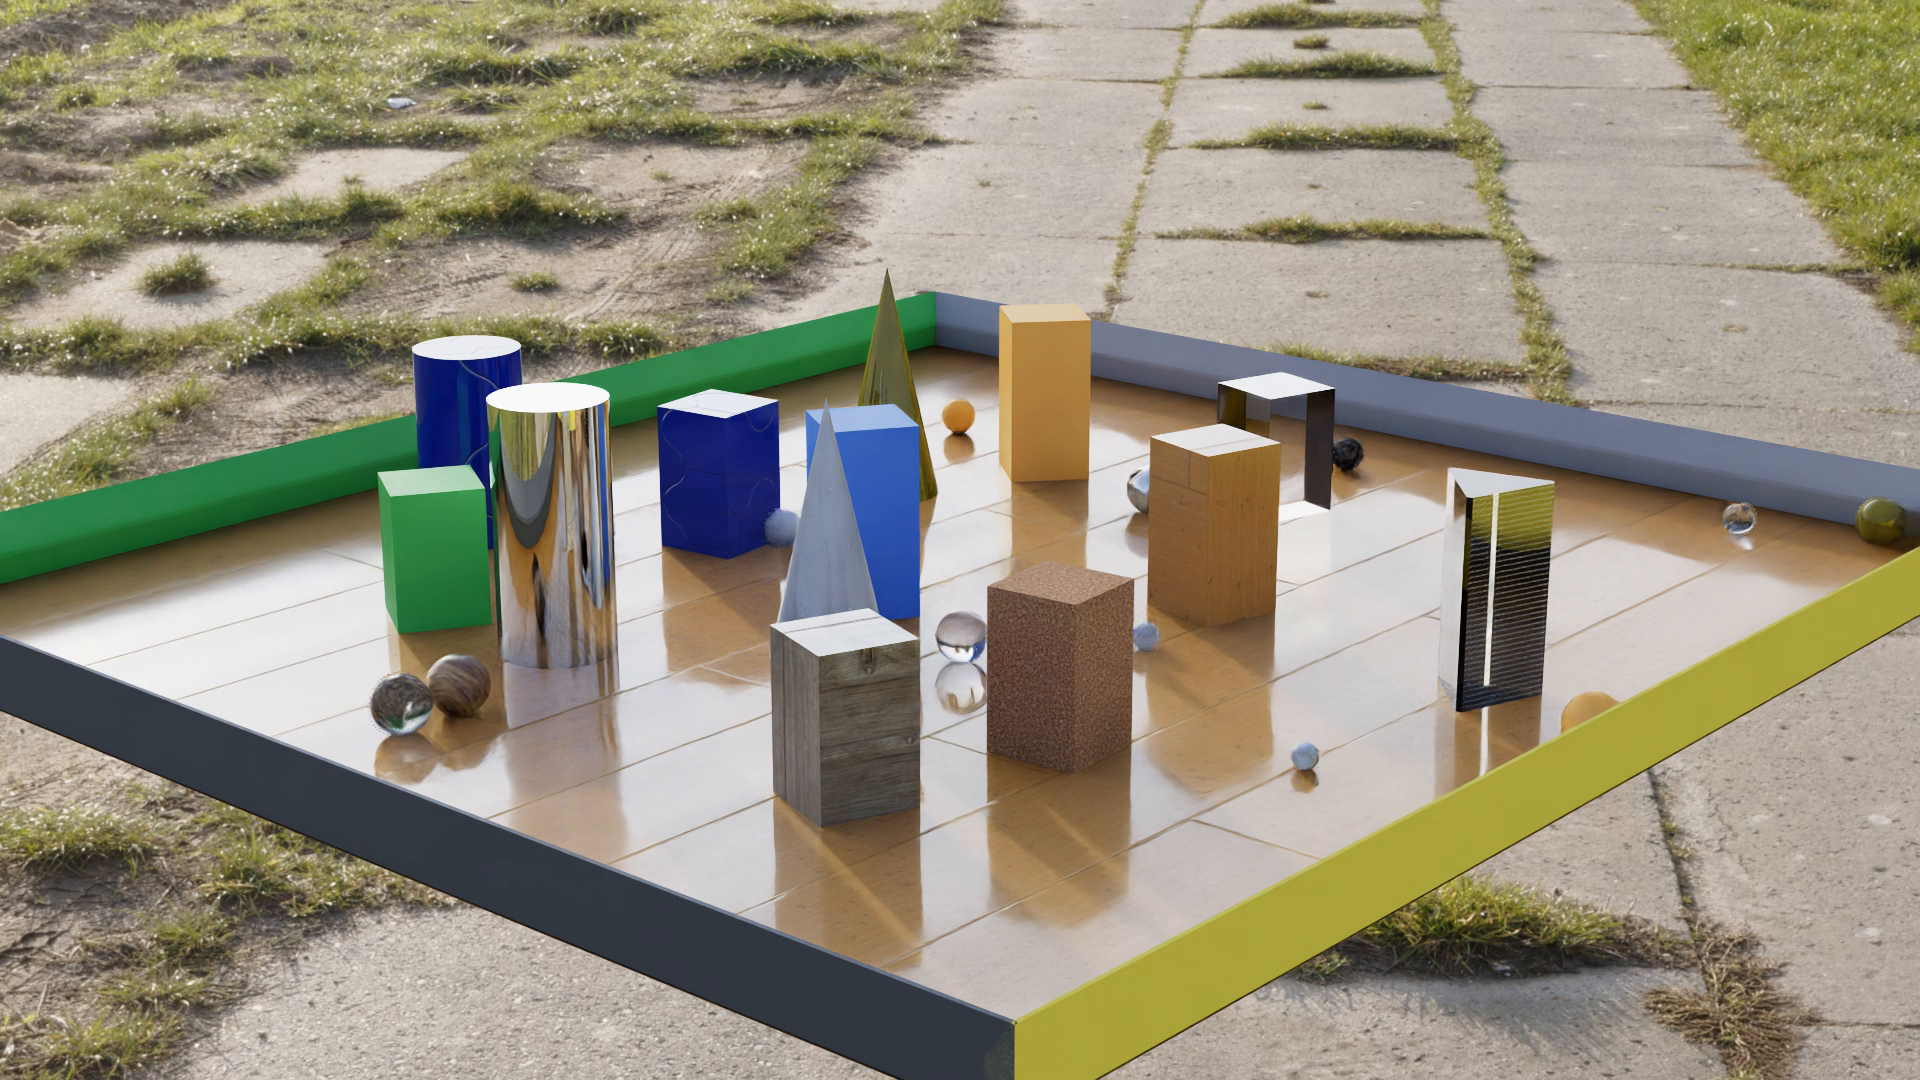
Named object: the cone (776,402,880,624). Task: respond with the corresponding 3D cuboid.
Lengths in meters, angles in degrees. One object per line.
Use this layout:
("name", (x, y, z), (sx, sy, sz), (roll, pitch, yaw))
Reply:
("cone", (-0.215, -0.020, 4.763), (0.197, 0.435, 0.197), (0, 17, 0))

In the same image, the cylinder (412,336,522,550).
("cylinder", (-0.905, -0.181, 5.429), (0.197, 0.360, 0.197), (0, 17, 0))

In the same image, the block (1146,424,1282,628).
("block", (0.434, -0.027, 5.020), (0.158, 0.300, 0.158), (-11, 20, -32))

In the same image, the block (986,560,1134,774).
("block", (0.150, 0.187, 4.379), (0.158, 0.261, 0.158), (12, 20, 34))

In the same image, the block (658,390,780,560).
("block", (-0.442, -0.123, 5.401), (0.158, 0.265, 0.158), (11, 20, 32))

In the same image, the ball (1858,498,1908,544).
("ball", (1.703, -0.035, 5.415), (0.088, 0.088, 0.088), (0, 17, 0))

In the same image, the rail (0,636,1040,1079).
("rail", (-0.923, 0.339, 4.103), (2.645, 0.128, 0.045), (14, 22, 39))

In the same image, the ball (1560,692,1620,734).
("ball", (0.945, 0.274, 4.372), (0.098, 0.098, 0.098), (0, 17, 0))

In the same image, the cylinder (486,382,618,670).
("cylinder", (-0.664, -0.025, 4.789), (0.197, 0.430, 0.197), (0, 17, 0))

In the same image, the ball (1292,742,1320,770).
("ball", (0.509, 0.319, 4.322), (0.042, 0.042, 0.042), (0, 17, 0))

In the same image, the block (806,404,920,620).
("block", (-0.166, -0.045, 5.017), (0.158, 0.337, 0.158), (-5, 17, -16))

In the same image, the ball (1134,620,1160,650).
("ball", (0.307, 0.158, 4.845), (0.048, 0.048, 0.048), (0, 17, 0))

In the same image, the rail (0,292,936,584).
("rail", (-0.981, -0.214, 5.935), (0.045, 0.128, 2.862), (14, 22, 39))

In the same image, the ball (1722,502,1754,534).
("ball", (1.456, -0.040, 5.483), (0.059, 0.059, 0.059), (0, 17, 0))

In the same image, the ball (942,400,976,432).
("ball", (-0.003, -0.262, 6.197), (0.072, 0.072, 0.072), (0, 17, 0))

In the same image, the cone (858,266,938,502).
("cone", (-0.140, -0.312, 5.706), (0.197, 0.450, 0.197), (0, 17, 0))

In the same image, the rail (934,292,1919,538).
("rail", (0.923, -0.275, 6.137), (2.645, 0.128, 0.045), (14, 22, 39))

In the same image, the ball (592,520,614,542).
("ball", (-0.660, -0.015, 5.433), (0.040, 0.040, 0.040), (0, 17, 0))

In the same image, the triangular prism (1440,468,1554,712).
("triangular prism", (0.811, 0.071, 4.615), (0.171, 0.347, 0.148), (-10, 19, -29))

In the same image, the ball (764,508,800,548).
("ball", (-0.324, -0.022, 5.401), (0.071, 0.071, 0.071), (0, 17, 0))

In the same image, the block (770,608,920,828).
("block", (-0.164, 0.251, 4.178), (0.158, 0.254, 0.158), (-9, 19, -27))

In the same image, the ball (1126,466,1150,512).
("ball", (0.363, -0.097, 5.617), (0.090, 0.090, 0.090), (0, 17, 0))

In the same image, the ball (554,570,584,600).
("ball", (-0.679, 0.079, 5.103), (0.051, 0.051, 0.051), (0, 17, 0))

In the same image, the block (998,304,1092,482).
("block", (0.168, -0.296, 5.873), (0.158, 0.324, 0.158), (-2, 17, -8))

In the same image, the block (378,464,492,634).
("block", (-0.894, 0.014, 4.989), (0.158, 0.240, 0.158), (-5, 18, -18))

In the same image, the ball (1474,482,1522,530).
("ball", (1.011, -0.064, 5.510), (0.089, 0.089, 0.089), (0, 17, 0))

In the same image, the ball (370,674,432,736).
("ball", (-0.850, 0.250, 4.459), (0.094, 0.094, 0.094), (0, 17, 0))

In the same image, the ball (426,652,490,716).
("ball", (-0.777, 0.224, 4.538), (0.098, 0.098, 0.098), (0, 17, 0))

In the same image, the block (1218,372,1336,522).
("block", (0.603, -0.179, 5.624), (0.158, 0.242, 0.158), (-11, 20, -32))

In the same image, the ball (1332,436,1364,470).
("ball", (0.781, -0.175, 5.919), (0.066, 0.066, 0.066), (0, 17, 0))

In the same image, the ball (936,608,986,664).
("ball", (0.004, 0.156, 4.780), (0.088, 0.088, 0.088), (0, 17, 0))

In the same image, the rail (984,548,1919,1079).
("rail", (0.981, 0.278, 4.305), (0.045, 0.128, 2.862), (14, 22, 39))
